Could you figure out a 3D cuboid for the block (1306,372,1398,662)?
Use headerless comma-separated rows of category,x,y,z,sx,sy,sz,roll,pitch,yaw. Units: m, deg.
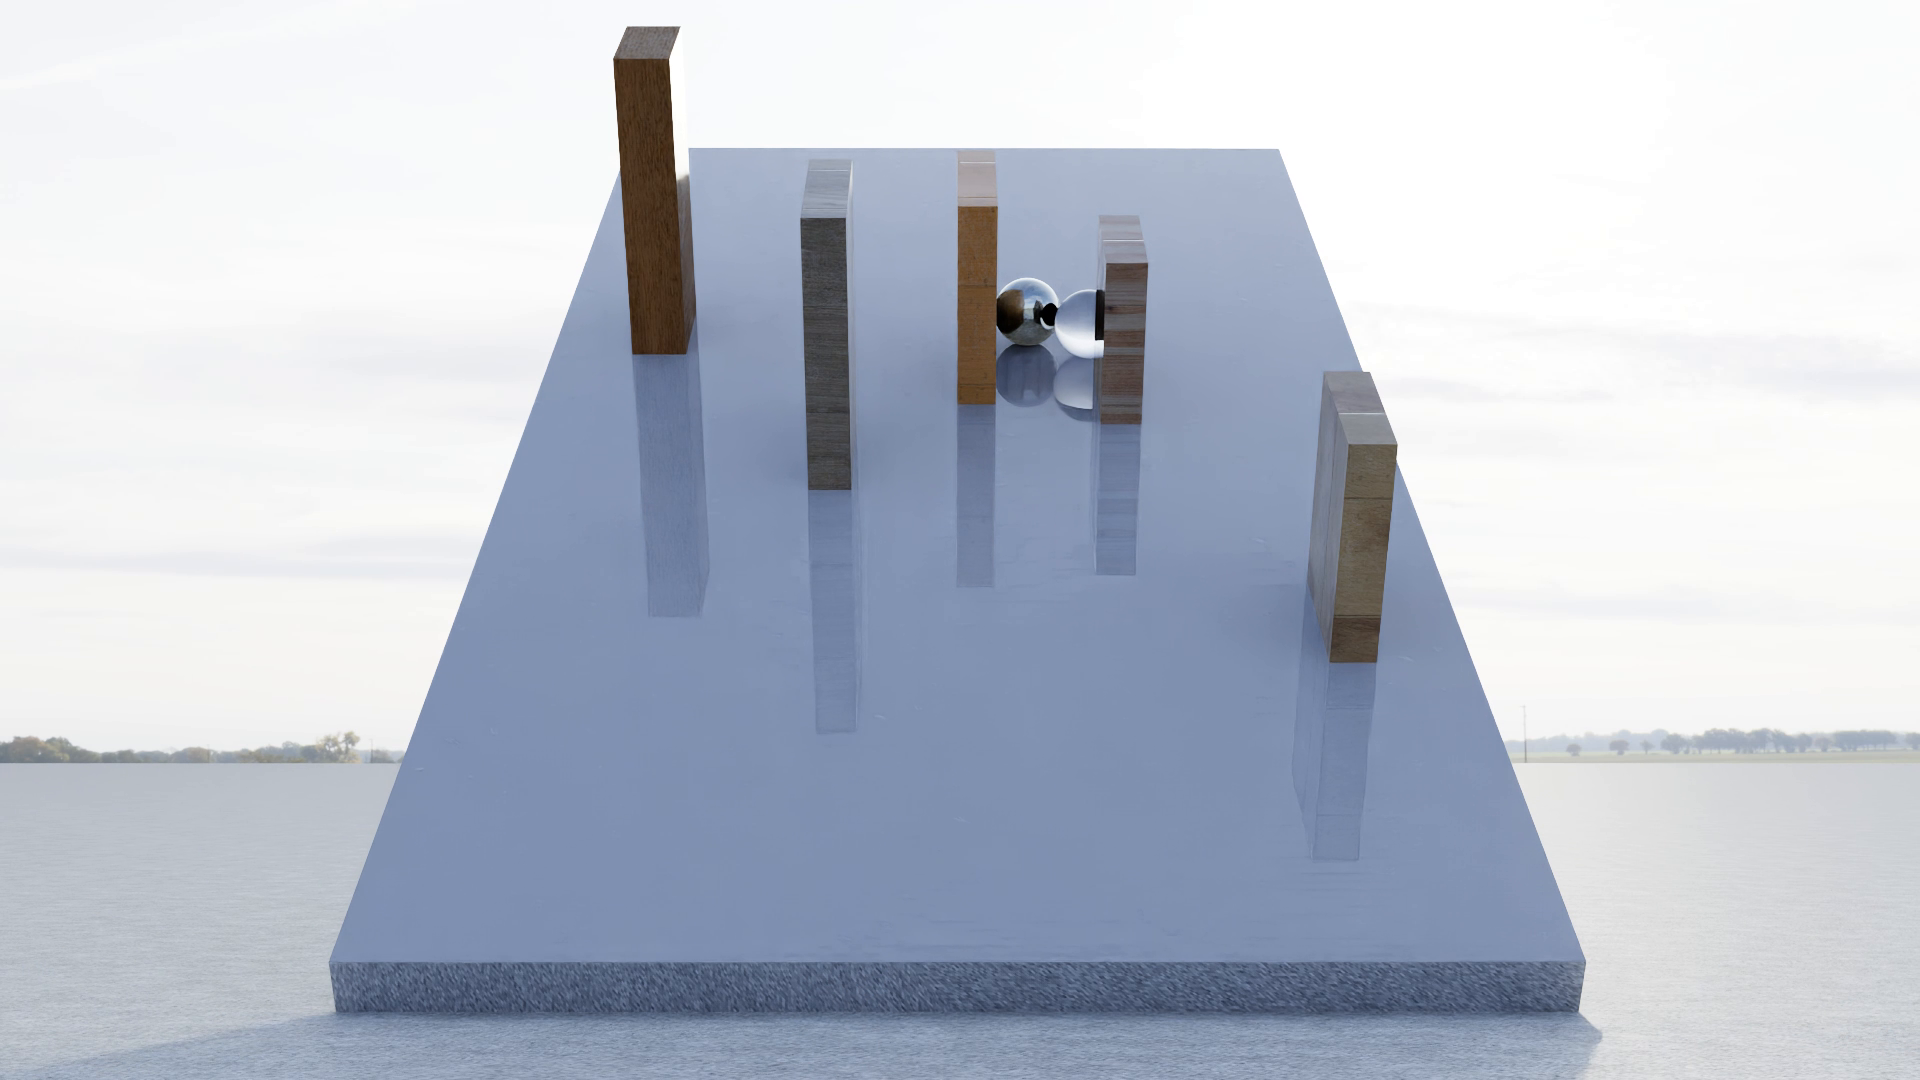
block,0.760,-0.047,4.650,0.091,0.468,0.331,0,28,0

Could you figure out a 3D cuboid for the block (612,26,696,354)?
block,-0.746,-0.856,5.865,0.133,0.750,0.275,0,28,0

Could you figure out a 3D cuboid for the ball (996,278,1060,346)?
ball,0.168,-0.569,5.949,0.169,0.169,0.169,0,-5,0

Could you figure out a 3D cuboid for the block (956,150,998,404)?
block,0.039,-0.632,5.719,0.091,0.495,0.390,0,28,0

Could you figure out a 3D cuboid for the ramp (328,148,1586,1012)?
ramp,-0.011,-0.223,5.582,2.000,0.100,4.000,0,28,0

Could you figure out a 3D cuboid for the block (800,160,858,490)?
block,-0.287,-0.478,5.278,0.095,0.634,0.373,0,28,0

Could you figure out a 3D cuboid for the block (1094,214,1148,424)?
block,0.376,-0.520,5.611,0.095,0.401,0.312,0,28,0

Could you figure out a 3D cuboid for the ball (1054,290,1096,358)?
ball,0.318,-0.532,5.877,0.171,0.171,0.171,0,-5,0
